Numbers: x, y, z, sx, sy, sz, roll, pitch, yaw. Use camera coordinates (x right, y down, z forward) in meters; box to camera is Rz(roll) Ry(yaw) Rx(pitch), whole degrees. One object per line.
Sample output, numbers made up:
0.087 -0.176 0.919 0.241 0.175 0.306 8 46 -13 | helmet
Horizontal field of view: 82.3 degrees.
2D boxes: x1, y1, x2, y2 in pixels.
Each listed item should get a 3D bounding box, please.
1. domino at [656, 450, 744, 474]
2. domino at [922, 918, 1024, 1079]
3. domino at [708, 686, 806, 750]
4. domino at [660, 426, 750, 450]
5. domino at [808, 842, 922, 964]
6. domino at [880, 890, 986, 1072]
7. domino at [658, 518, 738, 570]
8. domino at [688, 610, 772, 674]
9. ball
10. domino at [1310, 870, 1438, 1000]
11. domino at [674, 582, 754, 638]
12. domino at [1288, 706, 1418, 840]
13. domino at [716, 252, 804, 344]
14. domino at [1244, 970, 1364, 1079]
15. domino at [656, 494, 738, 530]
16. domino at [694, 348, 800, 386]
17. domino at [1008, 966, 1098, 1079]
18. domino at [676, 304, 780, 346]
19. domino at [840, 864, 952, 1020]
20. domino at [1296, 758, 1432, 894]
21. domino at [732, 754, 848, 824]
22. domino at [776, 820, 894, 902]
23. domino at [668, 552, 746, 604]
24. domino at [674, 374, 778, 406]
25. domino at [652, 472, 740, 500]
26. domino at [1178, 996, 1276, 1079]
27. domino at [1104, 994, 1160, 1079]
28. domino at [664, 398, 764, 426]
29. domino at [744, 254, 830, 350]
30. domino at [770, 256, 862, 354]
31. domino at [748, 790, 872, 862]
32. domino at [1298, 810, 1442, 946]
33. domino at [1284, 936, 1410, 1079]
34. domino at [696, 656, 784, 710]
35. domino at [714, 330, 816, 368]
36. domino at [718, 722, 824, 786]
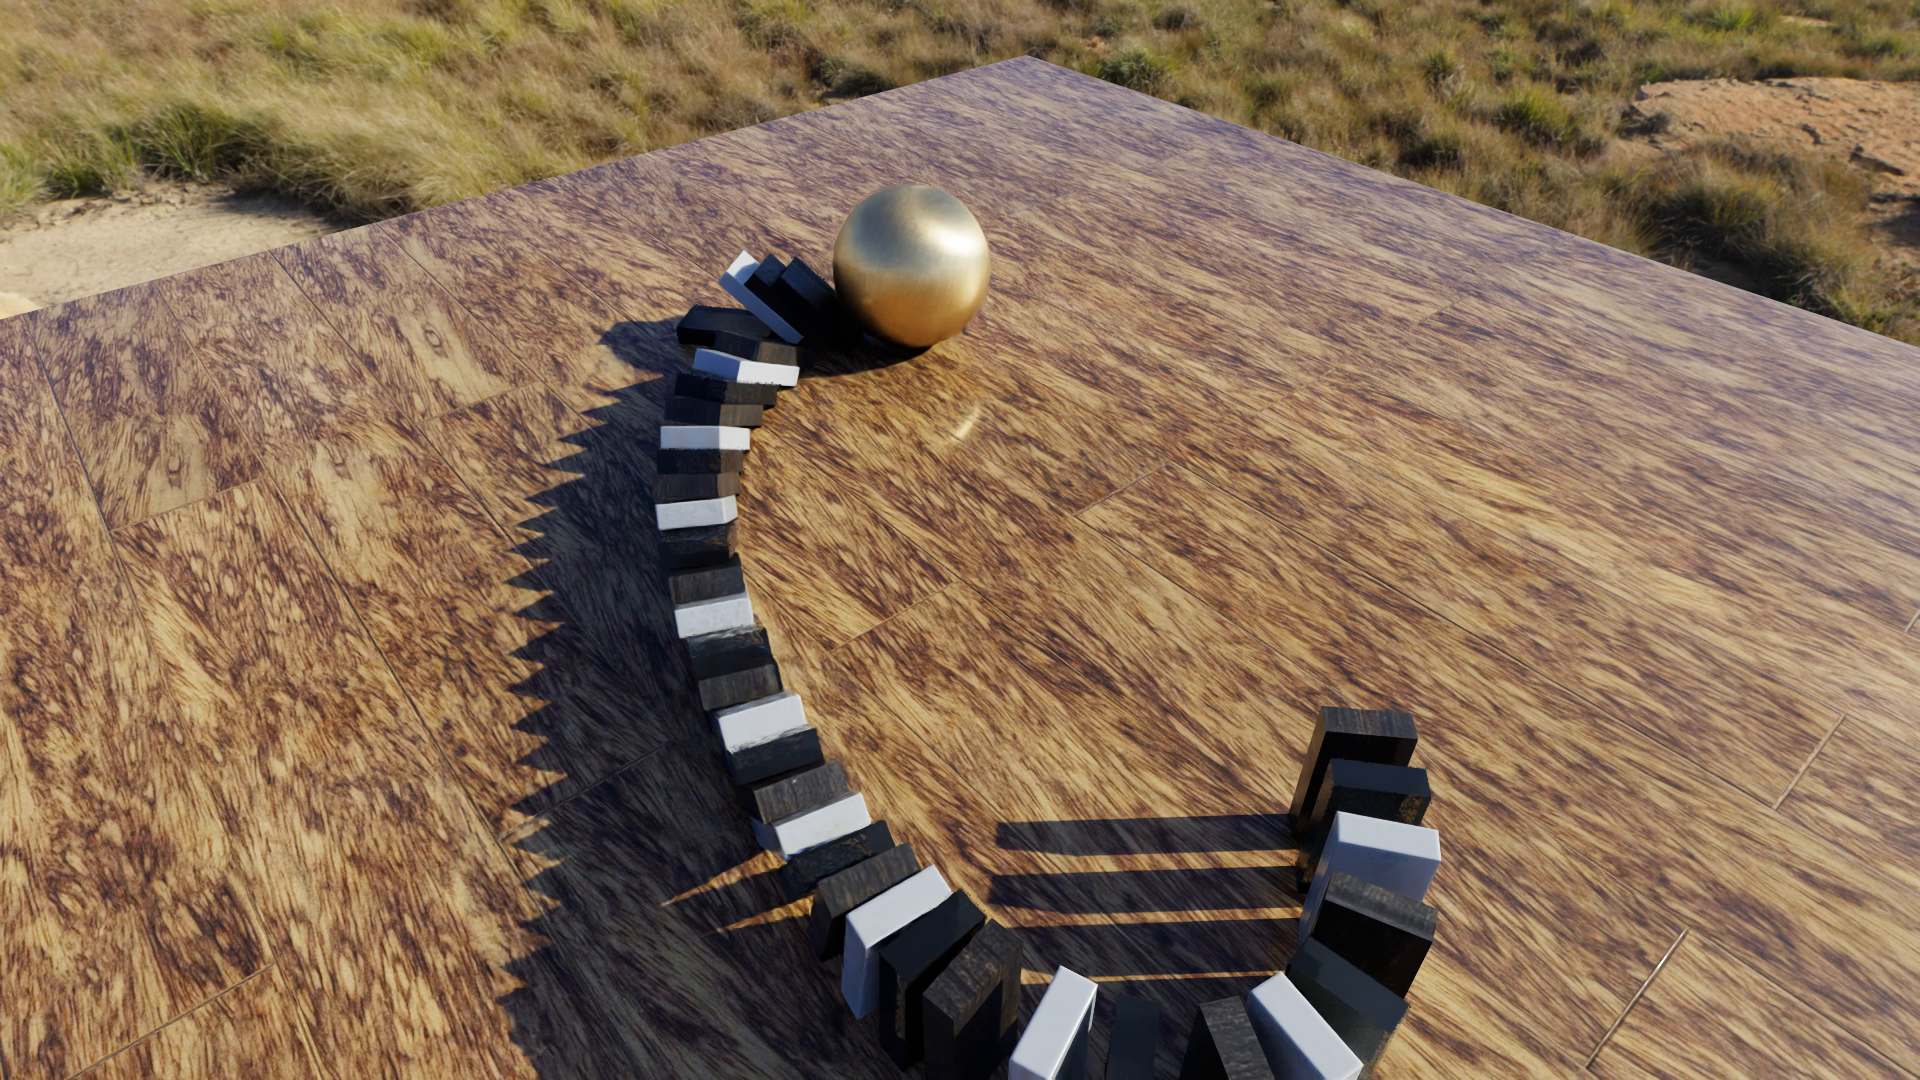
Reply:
-0.108 -0.033 0.462 0.025 0.009 0.050 -1 5 -1 | domino
0.003 0.117 0.268 0.010 0.050 0.025 28 47 30 | domino
-0.066 0.055 0.352 0.025 0.009 0.050 -15 1 -17 | domino
-0.109 -0.044 0.475 0.025 0.009 0.050 0 5 3 | domino
-0.026 0.097 0.293 0.025 0.050 0.009 -19 63 -22 | domino
-0.007 0.111 0.275 0.025 0.050 0.010 -30 52 -31 | domino
-0.100 0.001 0.423 0.025 0.010 0.050 -6 9 -7 | domino
-0.081 0.035 0.379 0.025 0.010 0.050 -12 6 -14 | domino
-0.025 -0.137 0.556 0.080 0.080 0.080 0 39 0 | ball
0.102 0.107 0.281 0.025 0.050 0.009 18 43 20 | domino
-0.087 0.024 0.392 0.025 0.010 0.050 -10 6 -11 | domino
0.115 0.071 0.325 0.025 0.050 0.010 4 40 5 | domino
-0.100 -0.125 0.572 0.050 0.009 0.025 40 37 -17 | domino
0.076 0.126 0.257 0.010 0.050 0.025 -21 44 -23 | domino
-0.103 -0.011 0.435 0.025 0.009 0.050 -6 5 -6 | domino
-0.101 -0.082 0.524 0.025 0.010 0.050 19 12 21 | domino
0.021 0.125 0.258 0.009 0.050 0.025 20 43 23 | domino
-0.120 -0.112 0.580 0.050 0.010 0.025 7 40 9 | domino
-0.017 0.104 0.283 0.025 0.050 0.010 -23 56 -26 | domino
0.113 0.083 0.310 0.025 0.050 0.009 6 40 7 | domino
-0.052 0.073 0.330 0.025 0.009 0.050 -17 -1 -20 | domino
-0.035 0.090 0.304 0.025 0.050 0.010 -18 75 -21 | domino
-0.093 0.014 0.406 0.025 0.010 0.050 -9 7 -11 | domino
-0.107 -0.069 0.508 0.025 0.009 0.050 12 9 16 | domino
-0.107 -0.023 0.450 0.025 0.009 0.050 -1 5 -2 | domino
0.061 0.130 0.253 0.009 0.050 0.025 -8 40 -9 | domino
0.037 0.130 0.253 0.010 0.050 0.025 9 40 11 | domino
-0.110 -0.057 0.494 0.025 0.009 0.050 8 8 10 | domino
-0.085 -0.123 0.570 0.050 0.009 0.025 40 37 -18 | domino
-0.072 -0.121 0.567 0.050 0.010 0.025 40 37 -18 | domino
-0.044 0.081 0.318 0.025 0.050 0.009 -18 87 -21 | domino
0.109 0.095 0.296 0.025 0.050 0.010 9 40 11 | domino
0.088 0.120 0.265 0.025 0.050 0.010 30 48 31 | domino
-0.075 0.045 0.368 0.025 0.009 0.050 -12 6 -14 | domino
-0.095 -0.093 0.538 0.025 0.010 0.050 19 12 21 | domino
-0.060 0.064 0.341 0.025 0.010 0.050 -15 0 -17 | domino
